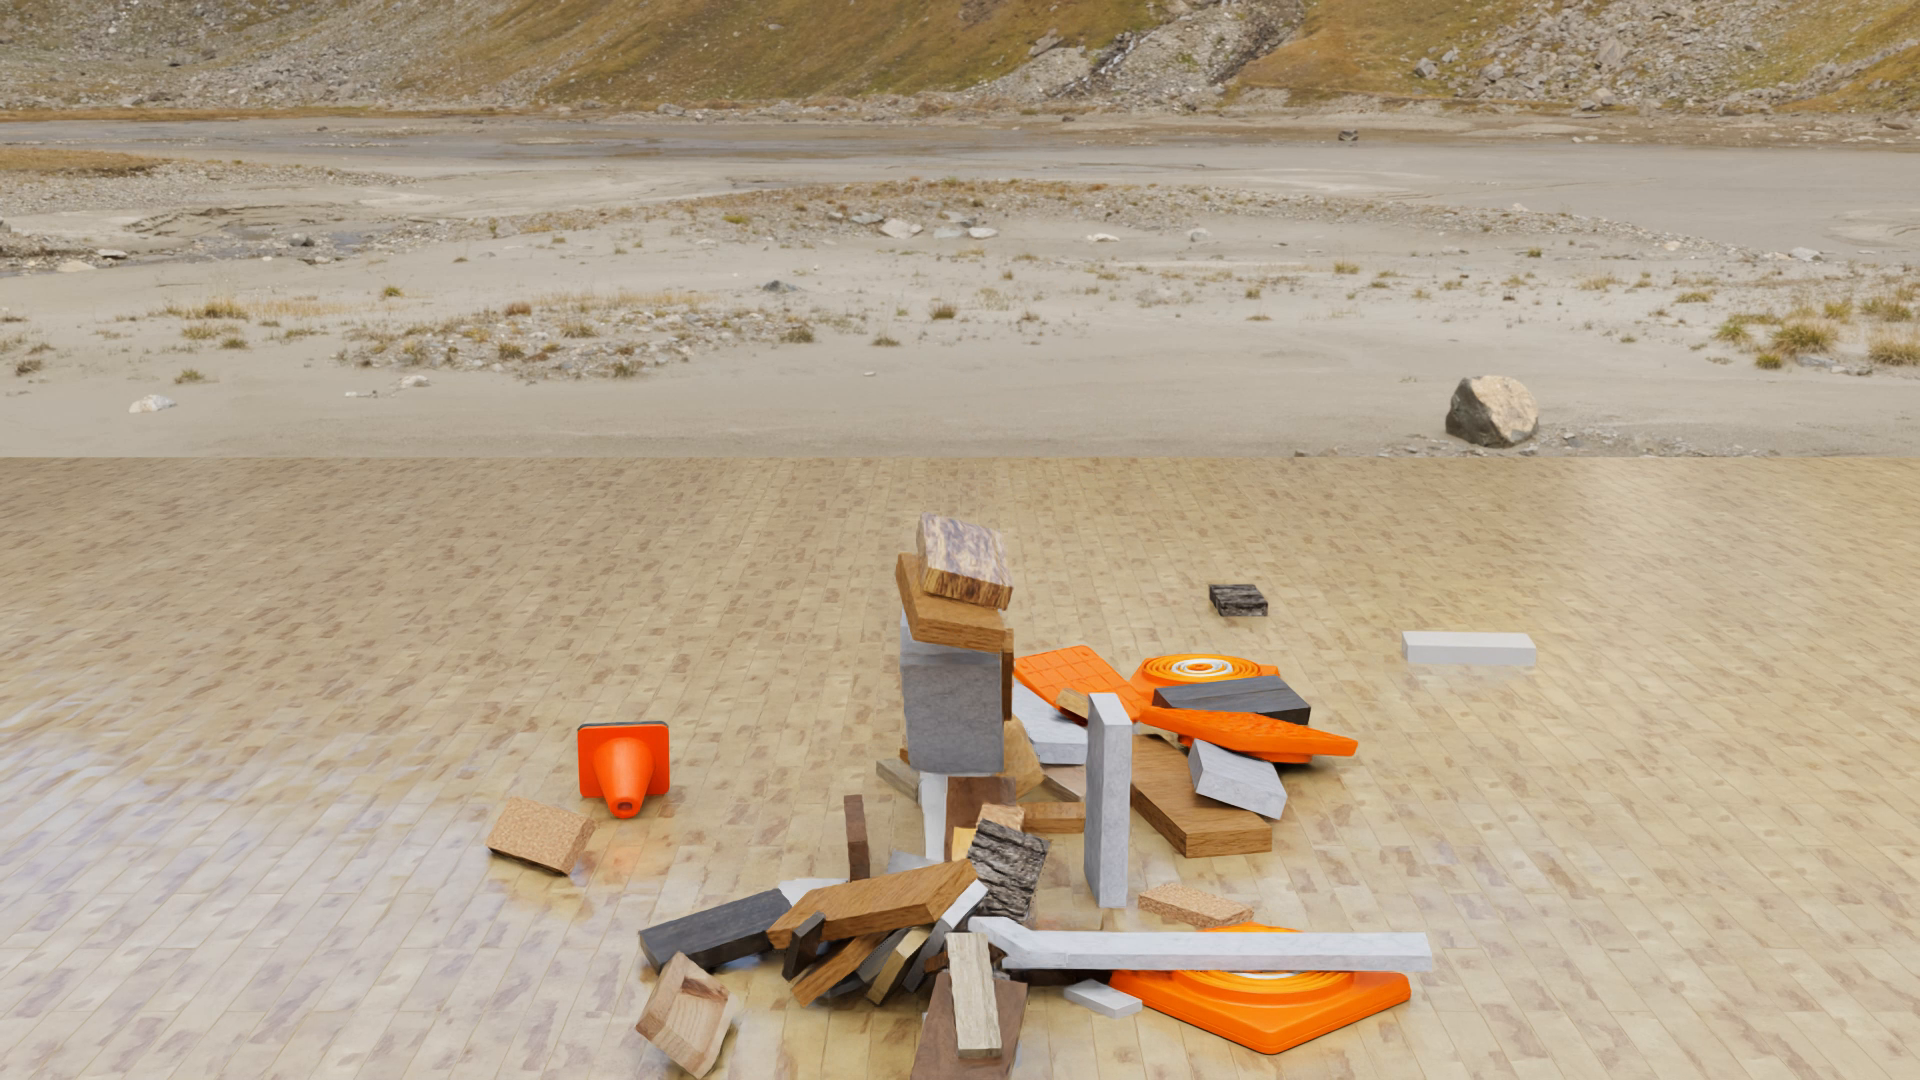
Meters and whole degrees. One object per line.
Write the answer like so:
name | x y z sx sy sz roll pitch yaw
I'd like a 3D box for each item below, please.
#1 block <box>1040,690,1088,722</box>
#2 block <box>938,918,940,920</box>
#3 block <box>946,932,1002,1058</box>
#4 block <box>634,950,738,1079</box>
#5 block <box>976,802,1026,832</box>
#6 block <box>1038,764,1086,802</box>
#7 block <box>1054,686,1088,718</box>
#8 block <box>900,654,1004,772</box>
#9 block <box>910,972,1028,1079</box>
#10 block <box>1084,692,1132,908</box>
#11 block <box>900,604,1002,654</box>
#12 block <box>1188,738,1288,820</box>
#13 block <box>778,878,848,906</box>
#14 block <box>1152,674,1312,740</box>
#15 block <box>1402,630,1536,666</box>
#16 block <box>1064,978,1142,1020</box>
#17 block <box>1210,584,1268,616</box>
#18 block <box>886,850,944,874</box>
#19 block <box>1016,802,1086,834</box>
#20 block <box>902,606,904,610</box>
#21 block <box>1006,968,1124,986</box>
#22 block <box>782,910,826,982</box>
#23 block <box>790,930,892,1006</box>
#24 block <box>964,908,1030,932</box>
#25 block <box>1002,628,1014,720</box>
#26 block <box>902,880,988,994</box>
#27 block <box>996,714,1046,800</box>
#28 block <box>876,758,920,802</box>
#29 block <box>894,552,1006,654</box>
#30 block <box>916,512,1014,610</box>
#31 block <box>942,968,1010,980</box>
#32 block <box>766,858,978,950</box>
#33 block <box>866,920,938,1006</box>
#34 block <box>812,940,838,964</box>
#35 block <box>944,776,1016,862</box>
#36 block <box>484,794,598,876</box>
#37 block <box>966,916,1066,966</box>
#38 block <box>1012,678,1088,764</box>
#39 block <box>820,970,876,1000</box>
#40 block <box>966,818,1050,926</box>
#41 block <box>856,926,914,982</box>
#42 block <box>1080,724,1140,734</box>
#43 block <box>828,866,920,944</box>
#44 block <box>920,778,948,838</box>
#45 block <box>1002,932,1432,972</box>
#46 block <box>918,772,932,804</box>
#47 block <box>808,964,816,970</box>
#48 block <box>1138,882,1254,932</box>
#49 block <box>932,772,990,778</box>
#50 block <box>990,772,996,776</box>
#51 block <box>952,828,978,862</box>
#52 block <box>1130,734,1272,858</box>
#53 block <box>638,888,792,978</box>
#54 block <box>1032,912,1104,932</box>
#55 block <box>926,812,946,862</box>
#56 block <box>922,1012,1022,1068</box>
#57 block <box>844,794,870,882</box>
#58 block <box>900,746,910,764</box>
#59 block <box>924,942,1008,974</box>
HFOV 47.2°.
block | 0.180 0.373 4.744 0.246 0.035 0.123 -10 15 -44
block | 0.002 0.605 3.424 0.076 0.021 0.151 0 25 -4
block | 0.017 0.592 2.873 0.054 0.015 0.224 -1 30 -4
block | -0.376 0.656 3.049 0.112 0.032 0.225 40 10 -5
block | 0.060 0.489 3.622 0.072 0.020 0.144 6 31 10
block | 0.232 0.472 4.222 0.107 0.030 0.214 -4 11 -22
block | 0.256 0.341 4.524 0.107 0.030 0.214 25 0 6
block | -0.011 0.294 3.842 0.169 0.338 0.048 0 52 3
block | 0.010 0.652 2.818 0.120 0.034 0.240 6 30 8
block | 0.244 0.429 3.636 0.045 0.318 0.159 -1 15 -6
block | -0.014 0.130 3.800 0.169 0.048 0.338 0 12 0
block | 0.516 0.445 4.122 0.159 0.045 0.318 18 6 1
block | -0.248 0.592 3.528 0.113 0.032 0.225 -3 8 5
block | 0.581 0.356 4.710 0.302 0.043 0.151 -4 26 -23
block | 1.230 0.261 5.324 0.301 0.043 0.151 1 11 5
block | 0.208 0.669 3.204 0.054 0.015 0.109 -9 14 -40
block | 0.744 0.160 5.886 0.123 0.035 0.246 0 11 -1
block | -0.068 0.544 3.608 0.014 0.049 0.285 19 -9 -17
block | 0.198 0.509 4.029 0.197 0.028 0.099 0 11 1
block | -0.068 0.098 3.686 0.049 0.014 0.097 13 19 -2
block | 0.156 0.643 3.315 0.170 0.024 0.085 -1 11 -5
block | -0.224 0.583 3.157 0.015 0.109 0.054 36 46 20
block | -0.159 0.603 3.241 0.109 0.031 0.219 -40 -2 24
block | 0.030 0.578 3.317 0.072 0.020 0.144 35 47 29
block | 0.013 0.247 4.045 0.169 0.048 0.337 2 -25 1
block | -0.023 0.572 3.161 0.023 0.256 0.081 40 57 11
block | 0.090 0.422 4.186 0.107 0.030 0.214 -38 25 7
block | -0.079 0.463 4.271 0.099 0.028 0.197 -5 12 -24
block | -0.019 0.101 3.626 0.143 0.041 0.286 9 19 -11
block | 0.004 0.033 3.699 0.143 0.041 0.286 14 18 -8
block | 0.021 0.600 3.010 0.067 0.019 0.134 0 -5 -11
block | -0.132 0.534 3.214 0.350 0.032 0.112 -19 15 43
block | -0.081 0.600 3.146 0.023 0.162 0.081 40 52 11
block | -0.186 0.626 3.361 0.097 0.014 0.049 0 16 -23
block | 0.034 0.480 3.689 0.117 0.033 0.233 1 31 1
block | -0.730 0.513 3.825 0.203 0.101 0.029 9 -28 39
block | 0.077 0.548 3.011 0.067 0.019 0.134 9 7 -39
block | 0.122 0.361 4.512 0.151 0.043 0.501 5 11 -22
block | -0.177 0.656 3.273 0.049 0.014 0.097 10 14 42
block | 0.059 0.514 3.353 0.114 0.032 0.229 18 27 6
block | -0.089 0.592 3.342 0.109 0.031 0.239 -39 -1 11
block | 0.295 0.394 4.528 0.081 0.023 0.163 -8 -7 35
block | -0.132 0.568 3.430 0.109 0.031 0.219 -38 -11 14
block | -0.004 0.490 3.822 0.117 0.033 0.233 -3 27 -2
block | 0.372 0.601 3.216 0.617 0.024 0.085 -1 12 6
block | -0.025 0.428 4.189 0.102 0.029 0.204 3 33 -1
block | -0.209 0.636 3.381 0.049 0.014 0.097 9 13 38
block | 0.382 0.596 3.568 0.170 0.024 0.085 10 15 43
block | 0.003 0.406 4.040 0.102 0.029 0.204 -1 19 1
block | 0.011 0.460 4.083 0.102 0.029 0.204 1 33 5
block | 0.022 0.510 3.436 0.072 0.020 0.144 3 39 3
block | 0.400 0.476 4.162 0.159 0.045 0.634 -2 11 -13
block | -0.365 0.603 3.367 0.229 0.032 0.114 -15 22 -20
block | 0.167 0.608 3.400 0.101 0.029 0.202 -1 2 6
block | 0.001 0.537 3.660 0.117 0.033 0.233 0 30 0
block | 0.013 0.674 2.973 0.120 0.034 0.240 -1 -3 -3
block | -0.173 0.523 3.712 0.032 0.114 0.257 -5 11 -4
block | -0.041 0.432 4.288 0.081 0.023 0.163 -7 14 -31
block | 0.007 0.585 3.071 0.067 0.019 0.144 4 -21 -21
